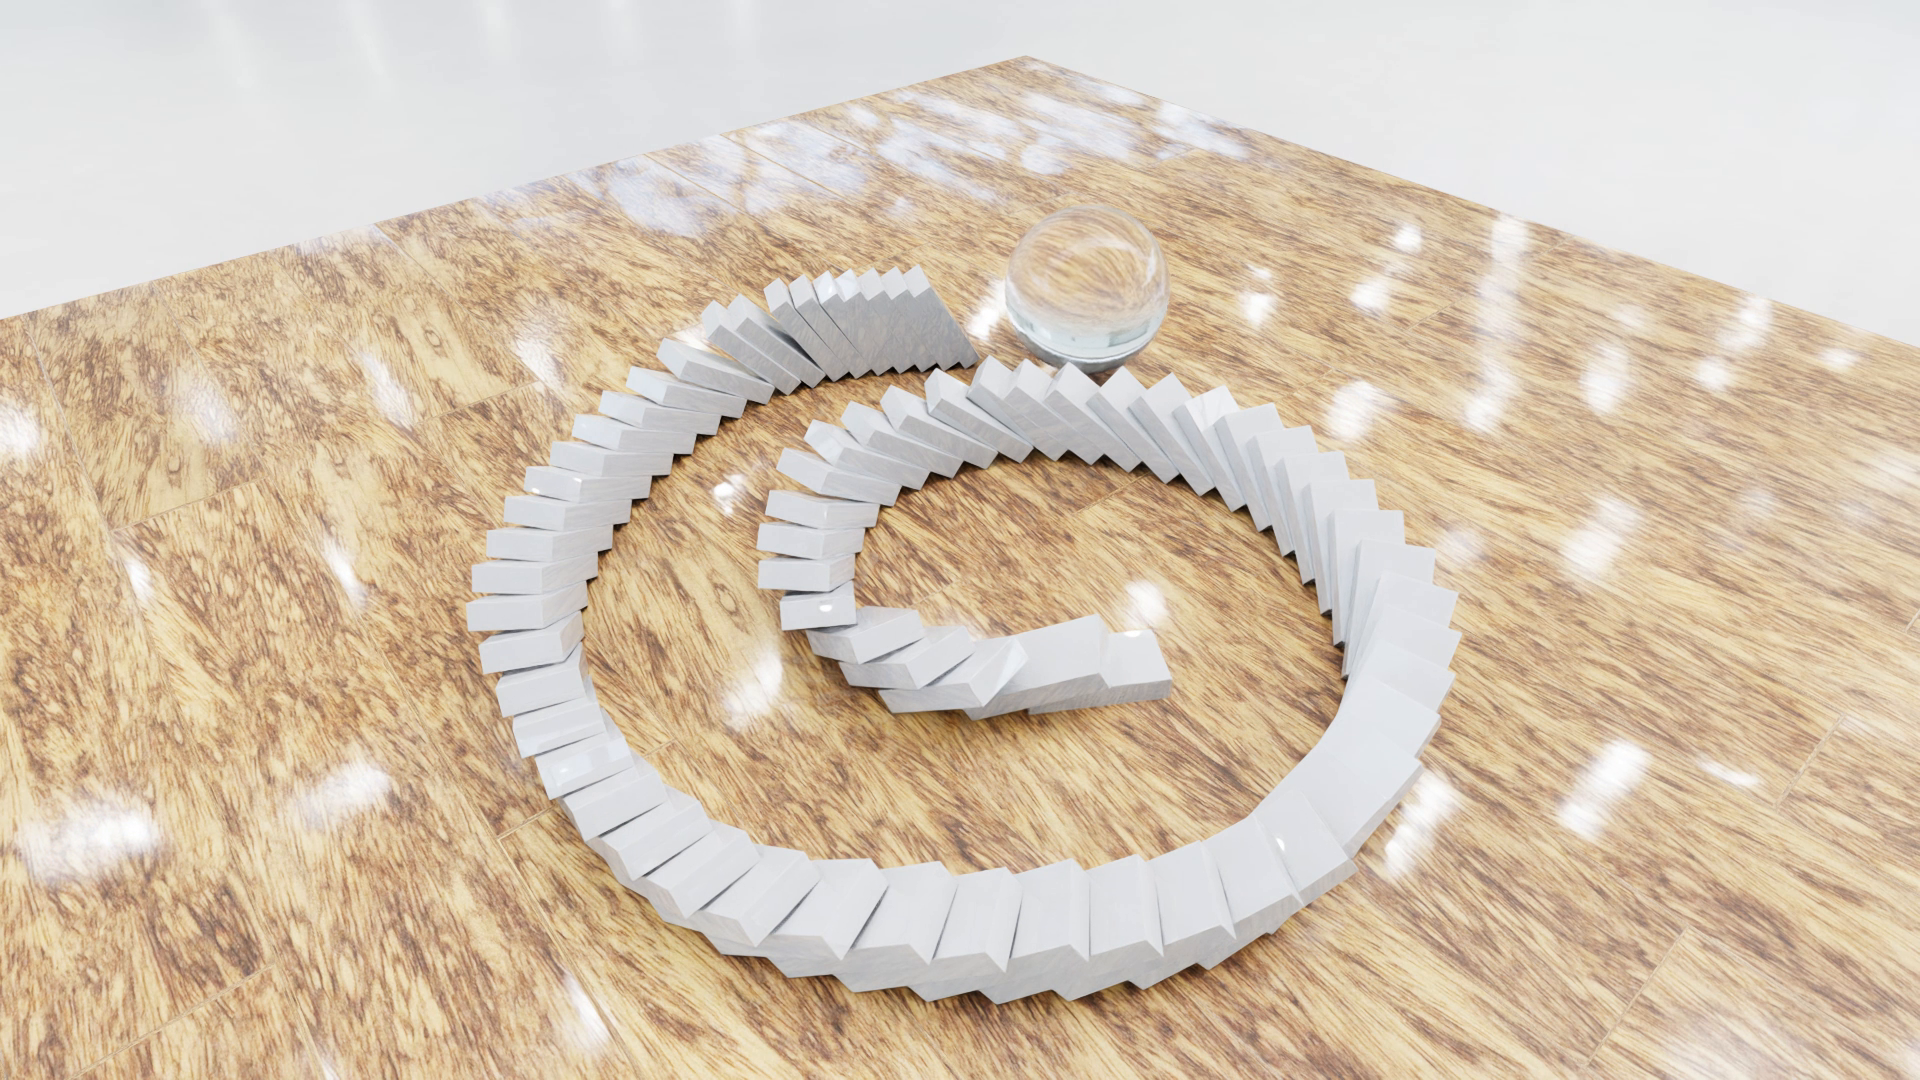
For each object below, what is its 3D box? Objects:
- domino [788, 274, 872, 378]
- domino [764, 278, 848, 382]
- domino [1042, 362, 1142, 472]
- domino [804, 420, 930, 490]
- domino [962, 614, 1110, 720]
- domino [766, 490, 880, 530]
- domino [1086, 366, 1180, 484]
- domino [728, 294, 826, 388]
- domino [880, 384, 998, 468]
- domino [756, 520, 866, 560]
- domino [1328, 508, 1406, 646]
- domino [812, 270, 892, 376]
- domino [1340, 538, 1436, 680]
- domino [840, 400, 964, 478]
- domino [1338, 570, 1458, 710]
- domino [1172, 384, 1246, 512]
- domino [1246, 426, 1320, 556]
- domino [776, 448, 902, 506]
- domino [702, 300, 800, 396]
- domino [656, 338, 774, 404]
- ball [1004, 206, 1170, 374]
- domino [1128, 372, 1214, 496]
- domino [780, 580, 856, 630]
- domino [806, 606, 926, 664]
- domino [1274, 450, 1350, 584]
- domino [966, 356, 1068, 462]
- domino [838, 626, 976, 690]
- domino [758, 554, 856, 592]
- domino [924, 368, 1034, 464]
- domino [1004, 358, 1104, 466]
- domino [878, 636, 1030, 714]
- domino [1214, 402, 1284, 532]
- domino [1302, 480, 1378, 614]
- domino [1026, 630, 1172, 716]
[{"bbox_3d":[-0.064,-0.105,0.541,0.010,0.050,0.025,-33,41,9],"label":"domino"},{"bbox_3d":[-0.075,-0.103,0.539,0.009,0.050,0.025,-35,41,10],"label":"domino"},{"bbox_3d":[0.062,-0.055,0.489,0.050,0.010,0.025,38,41,-10],"label":"domino"},{"bbox_3d":[-0.039,-0.036,0.465,0.050,0.009,0.025,13,21,-47],"label":"domino"},{"bbox_3d":[0.025,0.043,0.372,0.050,0.009,0.025,-17,41,21],"label":"domino"},{"bbox_3d":[-0.054,-0.012,0.437,0.025,0.009,0.050,15,7,17],"label":"domino"},{"bbox_3d":[0.081,-0.051,0.485,0.050,0.010,0.025,45,49,-1],"label":"domino"},{"bbox_3d":[-0.089,-0.096,0.535,0.010,0.050,0.025,-43,39,16],"label":"domino"},{"bbox_3d":[-0.009,-0.049,0.482,0.050,0.010,0.025,20,27,-35],"label":"domino"},{"bbox_3d":[-0.056,-0.001,0.423,0.025,0.009,0.050,9,5,11],"label":"domino"},{"bbox_3d":[0.151,0.014,0.405,0.025,0.009,0.050,2,74,2],"label":"domino"},{"bbox_3d":[-0.053,-0.107,0.543,0.010,0.050,0.025,-33,41,9],"label":"domino"},{"bbox_3d":[0.152,0.026,0.390,0.025,0.010,0.050,9,75,11],"label":"domino"},{"bbox_3d":[-0.025,-0.043,0.474,0.050,0.010,0.025,16,24,-41],"label":"domino"},{"bbox_3d":[0.150,0.038,0.376,0.025,0.009,0.050,18,77,20],"label":"domino"},{"bbox_3d":[0.115,-0.039,0.470,0.025,0.010,0.050,-24,81,-27],"label":"domino"},{"bbox_3d":[0.137,-0.020,0.447,0.025,0.010,0.050,-10,75,-13],"label":"domino"},{"bbox_3d":[-0.049,-0.026,0.453,0.025,0.010,0.050,28,11,30],"label":"domino"},{"bbox_3d":[-0.100,-0.092,0.529,0.010,0.050,0.025,-43,40,16],"label":"domino"},{"bbox_3d":[-0.115,-0.079,0.519,0.050,0.009,0.025,12,22,-47],"label":"domino"},{"bbox_3d":[0.062,-0.121,0.536,0.080,0.080,0.080,0,39,0],"label":"ball"},{"bbox_3d":[0.098,-0.046,0.478,0.025,0.009,0.050,-36,87,-36],"label":"domino"},{"bbox_3d":[-0.050,0.023,0.394,0.025,0.009,0.050,-5,4,-6],"label":"domino"},{"bbox_3d":[-0.034,0.032,0.382,0.025,0.009,0.050,-21,7,-24],"label":"domino"},{"bbox_3d":[0.143,-0.009,0.434,0.025,0.009,0.050,-6,74,-8],"label":"domino"},{"bbox_3d":[0.028,-0.059,0.494,0.050,0.010,0.025,35,38,-13],"label":"domino"},{"bbox_3d":[-0.019,0.039,0.372,0.025,0.009,0.050,-31,11,-30],"label":"domino"},{"bbox_3d":[-0.056,0.011,0.408,0.025,0.009,0.050,3,4,5],"label":"domino"},{"bbox_3d":[0.008,-0.055,0.489,0.050,0.010,0.025,26,31,-26],"label":"domino"},{"bbox_3d":[0.044,-0.057,0.492,0.050,0.010,0.025,35,38,-13],"label":"domino"},{"bbox_3d":[-0.003,0.045,0.365,0.025,0.010,0.050,-41,16,-36],"label":"domino"},{"bbox_3d":[0.128,-0.031,0.459,0.025,0.009,0.050,-15,76,-19],"label":"domino"},{"bbox_3d":[0.148,0.002,0.420,0.025,0.010,0.050,-2,73,-3],"label":"domino"},{"bbox_3d":[0.046,0.046,0.387,0.050,0.010,0.025,-6,40,-7],"label":"domino"}]
